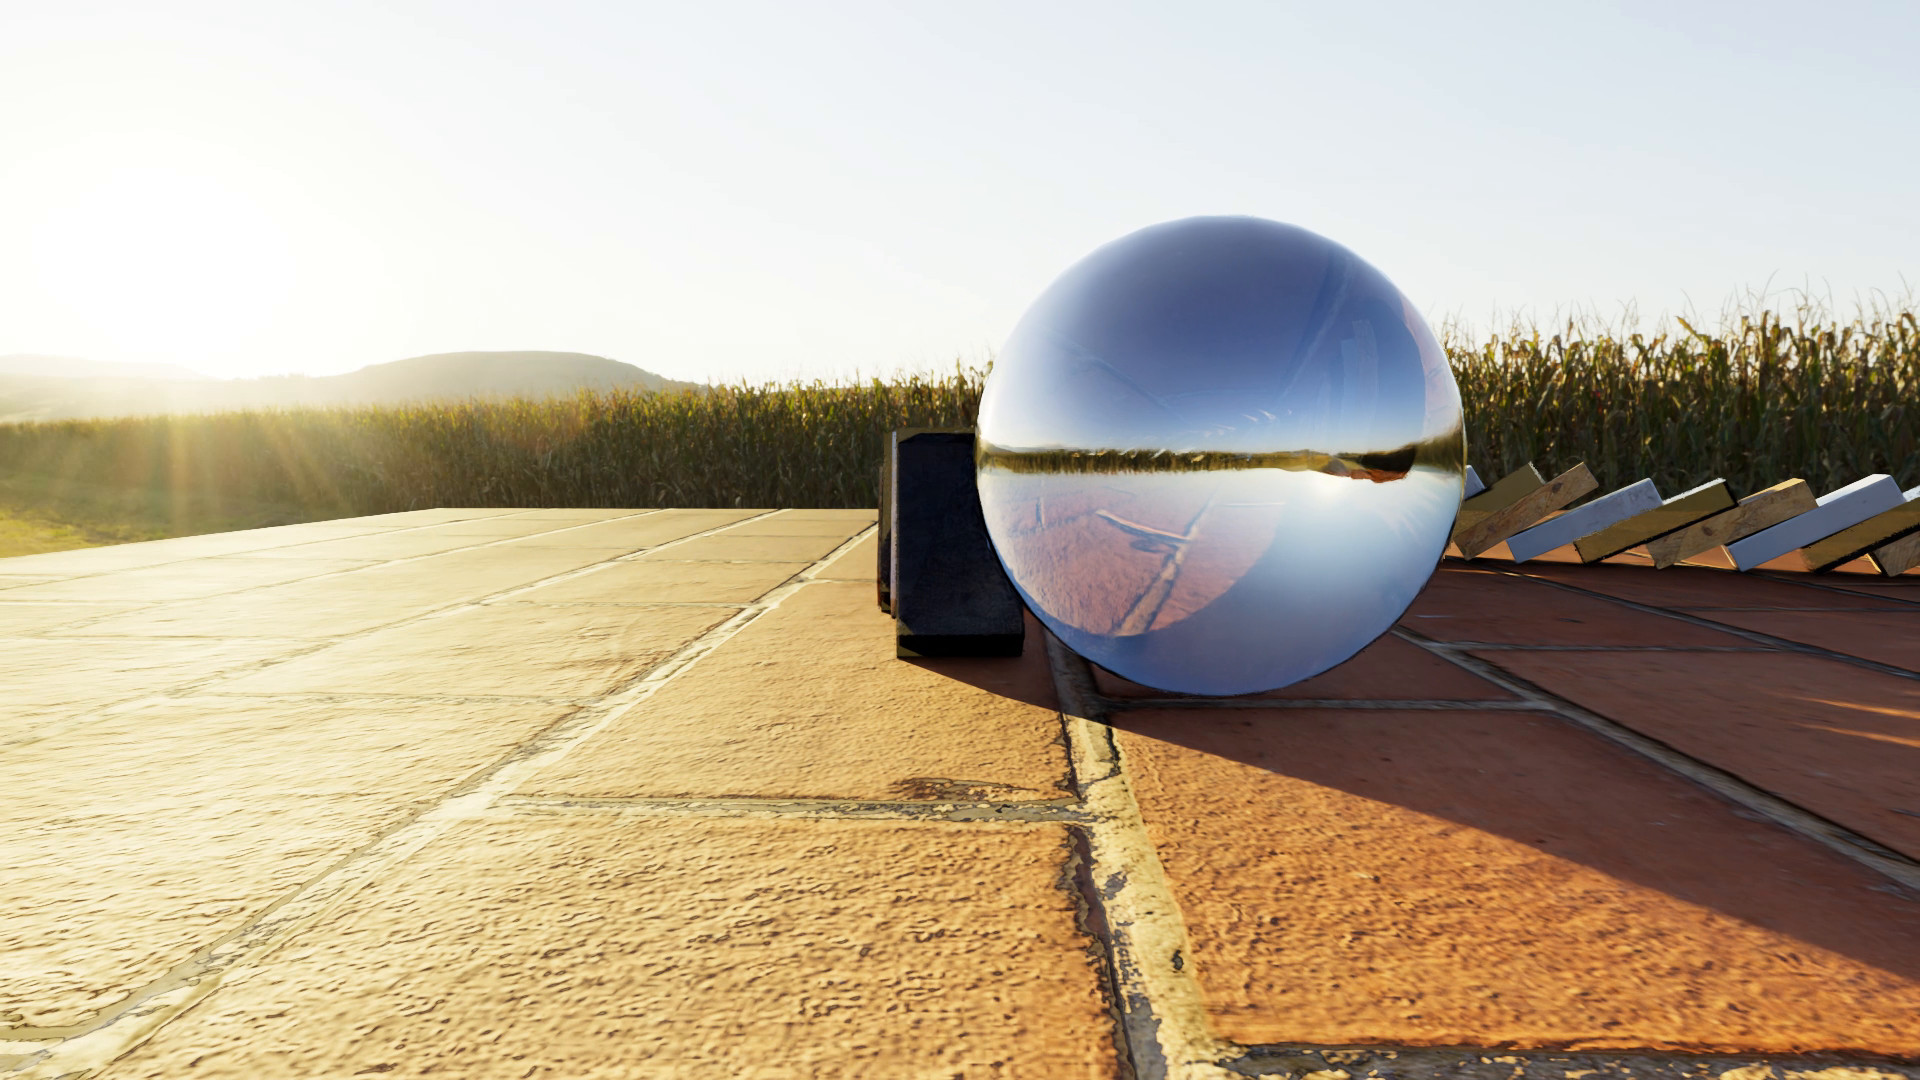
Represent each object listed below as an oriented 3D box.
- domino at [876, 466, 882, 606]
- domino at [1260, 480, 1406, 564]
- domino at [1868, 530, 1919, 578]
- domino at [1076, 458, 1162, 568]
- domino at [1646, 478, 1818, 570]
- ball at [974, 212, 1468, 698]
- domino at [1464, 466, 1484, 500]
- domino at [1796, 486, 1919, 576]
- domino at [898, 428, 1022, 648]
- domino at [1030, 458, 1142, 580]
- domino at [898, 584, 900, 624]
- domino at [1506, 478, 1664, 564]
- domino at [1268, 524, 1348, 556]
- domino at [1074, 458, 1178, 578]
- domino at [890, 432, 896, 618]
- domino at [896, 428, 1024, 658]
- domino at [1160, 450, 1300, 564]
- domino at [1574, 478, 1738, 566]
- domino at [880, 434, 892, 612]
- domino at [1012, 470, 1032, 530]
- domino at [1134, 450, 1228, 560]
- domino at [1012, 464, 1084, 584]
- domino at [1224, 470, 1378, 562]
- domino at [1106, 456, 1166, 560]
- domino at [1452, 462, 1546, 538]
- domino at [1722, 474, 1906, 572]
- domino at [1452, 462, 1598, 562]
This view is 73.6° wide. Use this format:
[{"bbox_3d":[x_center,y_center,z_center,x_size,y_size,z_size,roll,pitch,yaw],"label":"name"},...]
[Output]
[{"bbox_3d":[-0.010,-0.002,0.355,0.025,0.010,0.050,-1,38,-2],"label":"domino"},{"bbox_3d":[0.136,-0.008,0.474,0.050,0.009,0.025,-26,12,-16],"label":"domino"},{"bbox_3d":[0.318,-0.005,0.408,0.050,0.009,0.025,-32,-10,26],"label":"domino"},{"bbox_3d":[0.052,-0.010,0.448,0.025,0.010,0.050,-2,37,27],"label":"domino"},{"bbox_3d":[0.260,-0.005,0.435,0.050,0.009,0.025,-27,-8,25],"label":"domino"},{"bbox_3d":[0.042,-0.014,0.215,0.080,0.080,0.080,0,4,0],"label":"ball"},{"bbox_3d":[0.171,-0.011,0.482,0.050,0.009,0.025,-32,-7,19],"label":"domino"},{"bbox_3d":[0.301,-0.006,0.417,0.050,0.009,0.025,-32,-10,25],"label":"domino"},{"bbox_3d":[-0.001,-0.001,0.277,0.025,0.050,0.010,0,-32,-3],"label":"domino"},{"bbox_3d":[0.036,-0.008,0.418,0.025,0.010,0.050,9,43,39],"label":"domino"},{"bbox_3d":[-0.003,-0.004,0.313,0.025,0.050,0.010,0,-32,-3],"label":"domino"},{"bbox_3d":[0.221,-0.007,0.455,0.050,0.009,0.025,-27,-8,25],"label":"domino"},{"bbox_3d":[0.140,-0.001,0.515,0.025,0.010,0.050,2,5,22],"label":"domino"},{"bbox_3d":[0.049,-0.008,0.429,0.025,0.010,0.050,9,43,38],"label":"domino"},{"bbox_3d":[-0.005,-0.005,0.324,0.025,0.050,0.010,0,-33,-2],"label":"domino"},{"bbox_3d":[-0.001,0.000,0.266,0.025,0.050,0.010,0,-32,-2],"label":"domino"},{"bbox_3d":[0.097,-0.012,0.466,0.050,0.009,0.025,-41,8,-2],"label":"domino"},{"bbox_3d":[0.240,-0.006,0.445,0.050,0.009,0.025,-27,-8,25],"label":"domino"},{"bbox_3d":[-0.008,-0.005,0.337,0.025,0.050,0.009,0,-34,-2],"label":"domino"},{"bbox_3d":[0.003,-0.004,0.391,0.025,0.010,0.050,2,36,20],"label":"domino"},{"bbox_3d":[0.075,-0.013,0.475,0.025,0.009,0.050,0,41,52],"label":"domino"},{"bbox_3d":[0.018,-0.006,0.408,0.025,0.010,0.050,3,39,33],"label":"domino"},{"bbox_3d":[0.121,-0.009,0.462,0.050,0.009,0.025,-23,12,2],"label":"domino"},{"bbox_3d":[0.056,-0.011,0.466,0.025,0.010,0.050,-4,36,28],"label":"domino"},{"bbox_3d":[0.189,-0.011,0.472,0.050,0.010,0.025,-35,-11,24],"label":"domino"},{"bbox_3d":[0.281,-0.006,0.425,0.050,0.009,0.025,-30,-9,24],"label":"domino"},{"bbox_3d":[0.205,-0.010,0.464,0.050,0.009,0.025,-35,-11,24],"label":"domino"}]
